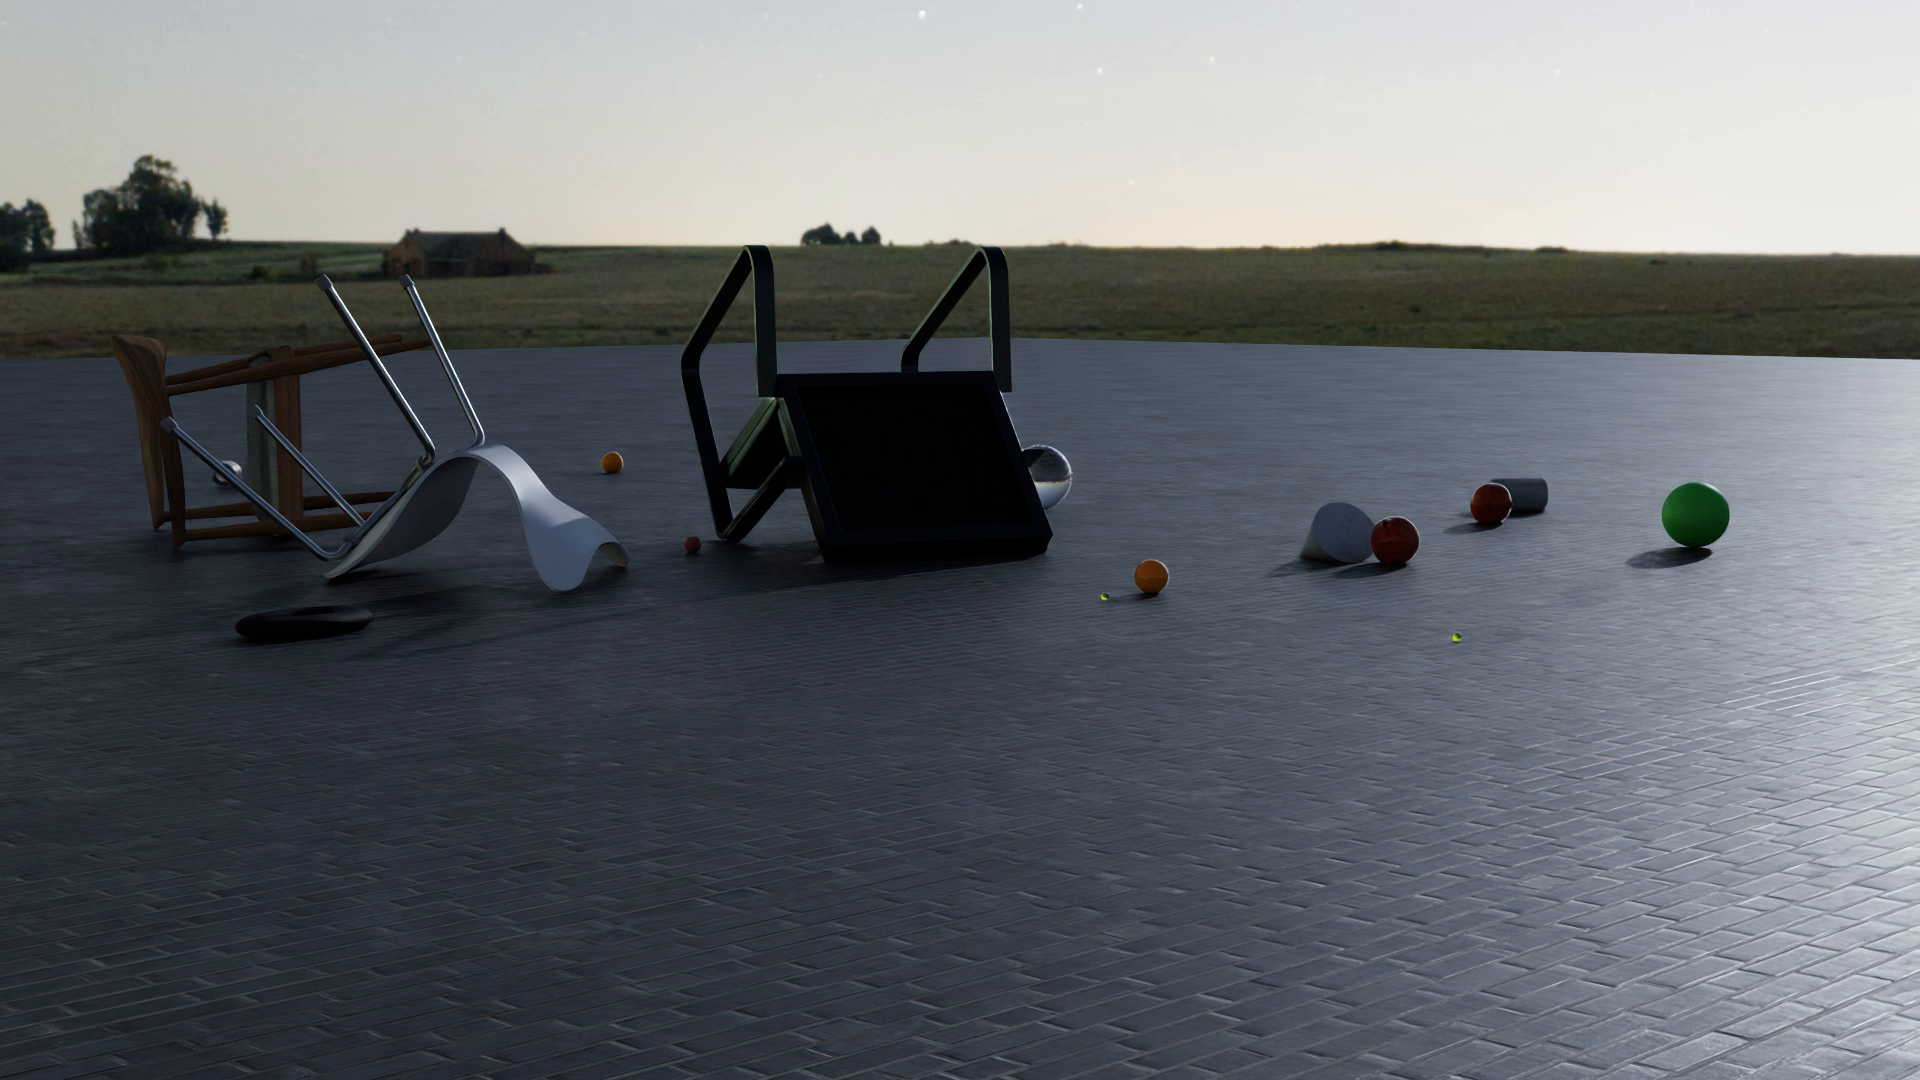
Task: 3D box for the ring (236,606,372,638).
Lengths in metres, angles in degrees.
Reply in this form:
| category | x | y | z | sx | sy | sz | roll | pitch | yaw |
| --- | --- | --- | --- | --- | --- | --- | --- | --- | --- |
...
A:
| category | x | y | z | sx | sy | sz | roll | pitch | yaw |
| --- | --- | --- | --- | --- | --- | --- | --- | --- | --- |
| ring | -1.212 | 0.152 | 4.747 | 0.152 | 0.040 | 0.285 | 6 | 8 | 40 |

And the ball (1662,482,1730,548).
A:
| category | x | y | z | sx | sy | sz | roll | pitch | yaw |
| --- | --- | --- | --- | --- | --- | --- | --- | --- | --- |
| ball | 1.787 | -0.062 | 6.232 | 0.160 | 0.160 | 0.160 | 0 | 6 | 0 |

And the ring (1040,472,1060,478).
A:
| category | x | y | z | sx | sy | sz | roll | pitch | yaw |
| --- | --- | --- | --- | --- | --- | --- | --- | --- | --- |
| ring | 0.293 | -0.214 | 8.387 | 0.061 | 0.021 | 0.068 | 5 | 7 | 36 |

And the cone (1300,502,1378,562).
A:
| category | x | y | z | sx | sy | sz | roll | pitch | yaw |
| --- | --- | --- | --- | --- | --- | --- | --- | --- | --- |
| cone | 0.844 | 0.011 | 5.979 | 0.245 | 0.151 | 0.147 | -9 | -17 | -47 |

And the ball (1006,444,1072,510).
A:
| category | x | y | z | sx | sy | sz | roll | pitch | yaw |
| --- | --- | --- | --- | --- | --- | --- | --- | --- | --- |
| ball | 0.223 | -0.176 | 7.220 | 0.184 | 0.184 | 0.184 | 0 | 6 | 0 |
